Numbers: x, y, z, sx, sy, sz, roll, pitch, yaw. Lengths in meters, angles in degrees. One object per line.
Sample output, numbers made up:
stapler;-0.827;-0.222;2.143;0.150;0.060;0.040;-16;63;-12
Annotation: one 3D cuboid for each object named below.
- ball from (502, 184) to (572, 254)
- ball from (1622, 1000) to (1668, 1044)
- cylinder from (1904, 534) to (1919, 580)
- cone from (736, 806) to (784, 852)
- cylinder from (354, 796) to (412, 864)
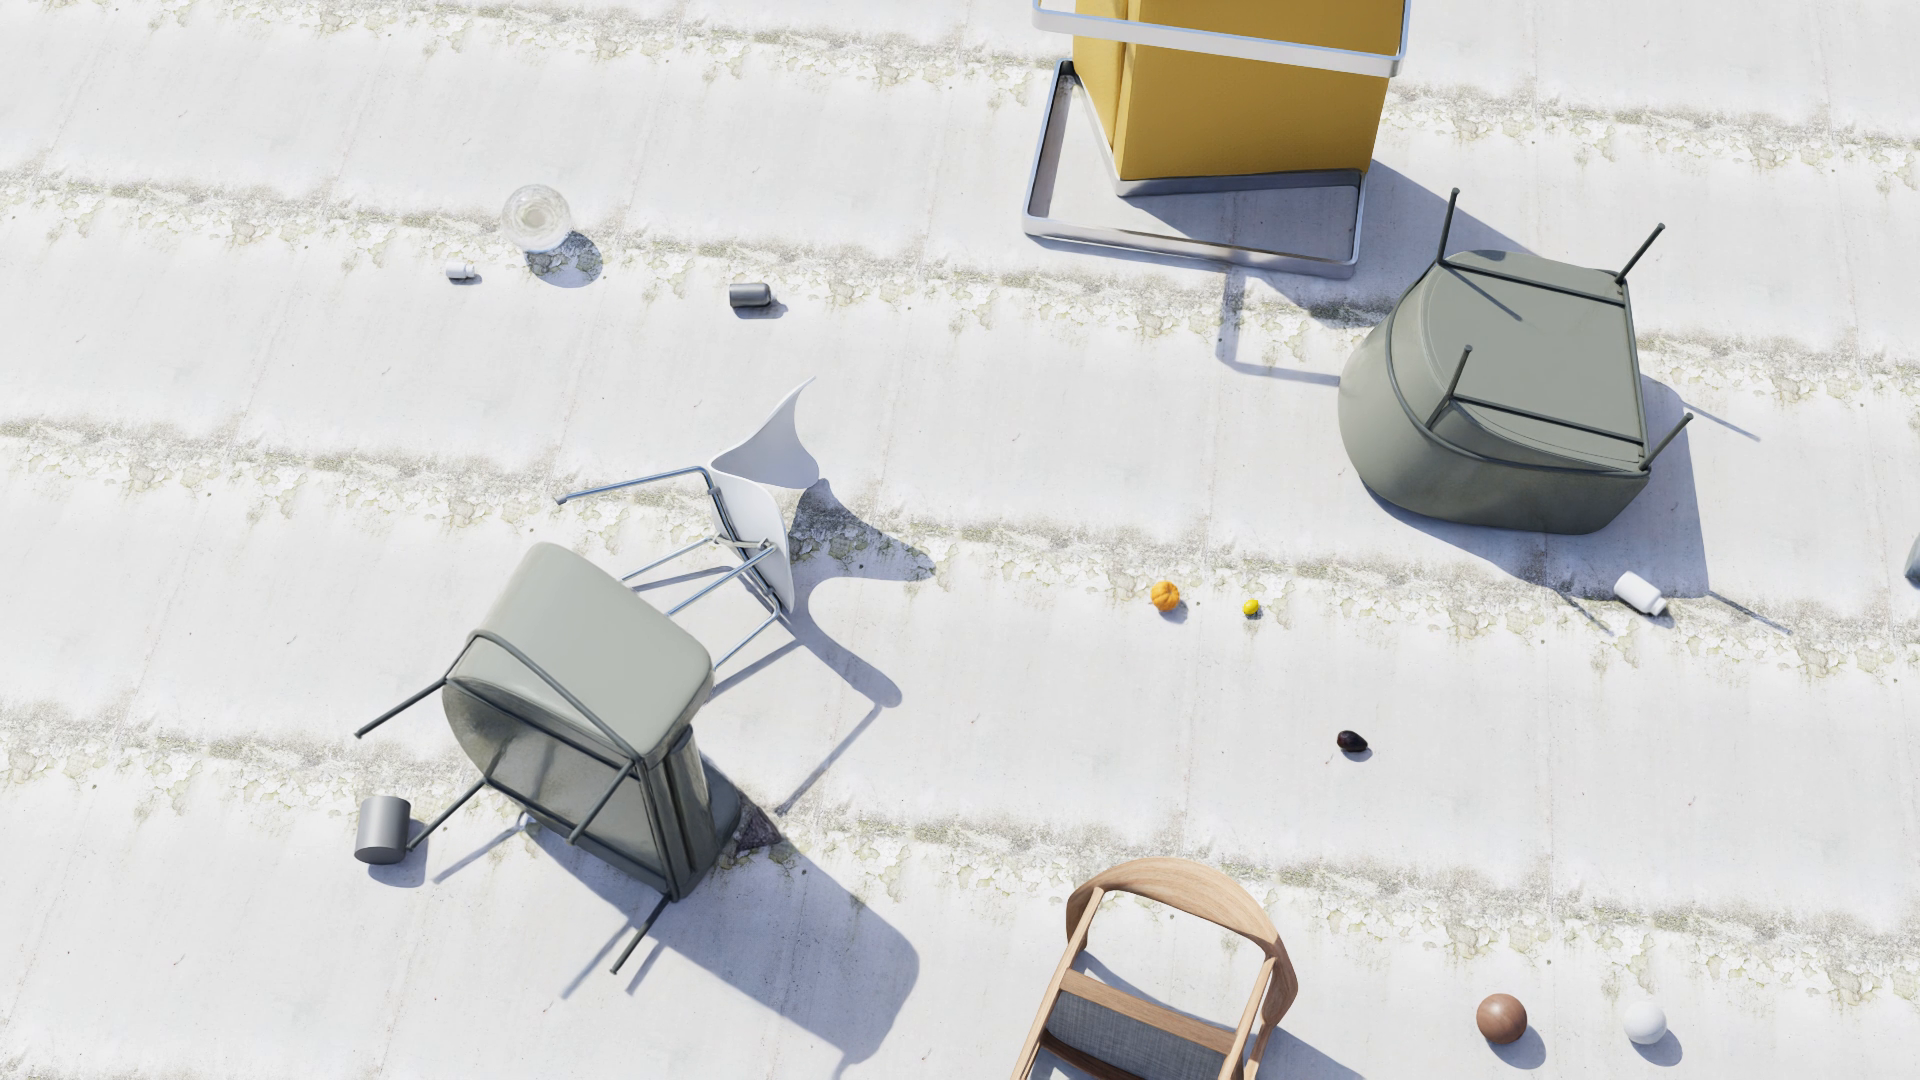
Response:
ball;-1.374;-1.043;7.139;0.224;0.224;0.224;0;56;0
ball;1.765;1.245;5.671;0.112;0.112;0.112;0;56;0
cylinder;2.884;0.069;6.457;0.172;0.113;0.134;21;87;13
cone;-0.567;0.814;6.003;0.127;0.081;0.135;-39;54;-2
cylinder;-1.568;0.789;5.976;0.137;0.114;0.152;-4;56;3
